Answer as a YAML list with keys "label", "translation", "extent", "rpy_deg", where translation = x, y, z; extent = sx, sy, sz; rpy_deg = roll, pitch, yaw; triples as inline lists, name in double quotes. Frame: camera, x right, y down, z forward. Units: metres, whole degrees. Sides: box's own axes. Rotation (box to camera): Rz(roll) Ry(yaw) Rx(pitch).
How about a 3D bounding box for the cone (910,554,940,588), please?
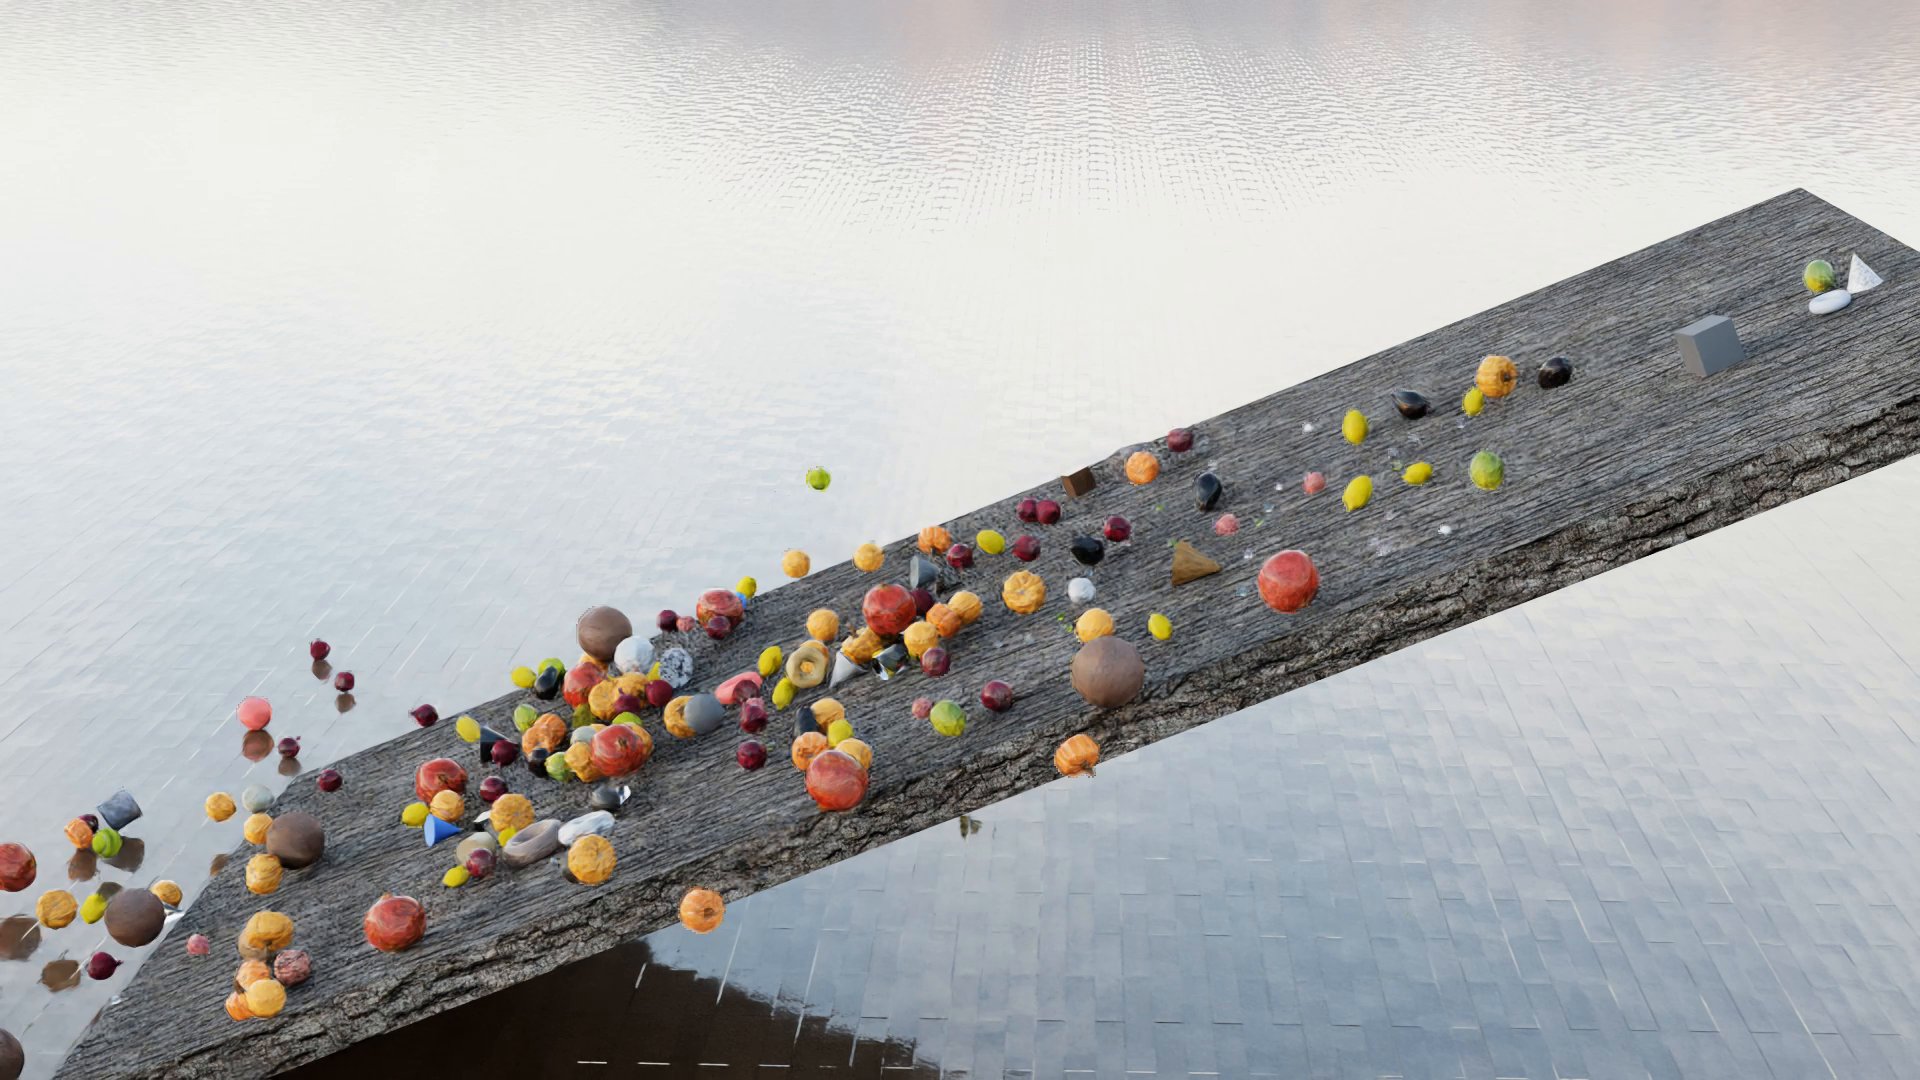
- label: "cone"
  translation: [-0.067, 0.073, 6.741]
  extent: [0.079, 0.079, 0.079]
  rpy_deg: [2, 13, -16]

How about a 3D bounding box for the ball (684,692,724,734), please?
- label: "ball"
  translation: [-0.515, 0.348, 5.910]
  extent: [0.082, 0.082, 0.082]
  rpy_deg: [0, 14, 0]

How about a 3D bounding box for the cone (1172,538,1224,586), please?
- label: "cone"
  translation: [0.478, 0.052, 5.825]
  extent: [0.097, 0.097, 0.097]
  rpy_deg: [9, 16, 14]

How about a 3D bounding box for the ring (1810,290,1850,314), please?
- label: "ring"
  translation: [1.726, -0.472, 5.837]
  extent: [0.084, 0.028, 0.084]
  rpy_deg: [-21, 12, 5]

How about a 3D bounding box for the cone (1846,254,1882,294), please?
- label: "cone"
  translation: [1.802, -0.542, 5.895]
  extent: [0.072, 0.072, 0.072]
  rpy_deg: [-22, 12, 5]

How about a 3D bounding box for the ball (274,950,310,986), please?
- label: "ball"
  translation: [-1.286, 0.824, 5.663]
  extent: [0.070, 0.070, 0.070]
  rpy_deg: [0, 14, 0]

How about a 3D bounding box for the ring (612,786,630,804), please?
- label: "ring"
  translation: [-0.709, 0.525, 5.998]
  extent: [0.078, 0.026, 0.078]
  rpy_deg: [-21, 13, 5]

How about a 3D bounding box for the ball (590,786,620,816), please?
- label: "ball"
  translation: [-0.714, 0.527, 5.920]
  extent: [0.059, 0.059, 0.059]
  rpy_deg: [0, 14, 0]

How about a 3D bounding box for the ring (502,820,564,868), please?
- label: "ring"
  translation: [-0.848, 0.605, 5.858]
  extent: [0.141, 0.047, 0.141]
  rpy_deg: [-24, 15, 7]

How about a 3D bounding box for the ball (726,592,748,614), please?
- label: "ball"
  translation: [-0.549, 0.155, 7.224]
  extent: [0.053, 0.053, 0.053]
  rpy_deg: [0, 14, 0]

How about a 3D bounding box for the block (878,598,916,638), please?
- label: "block"
  translation: [-0.137, 0.170, 6.400]
  extent: [0.059, 0.059, 0.059]
  rpy_deg: [-20, 12, 12]

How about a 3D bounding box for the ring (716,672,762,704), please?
- label: "ring"
  translation: [-0.485, 0.323, 6.428]
  extent: [0.110, 0.037, 0.110]
  rpy_deg: [-23, 12, 5]

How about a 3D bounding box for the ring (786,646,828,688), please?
- label: "ring"
  translation: [-0.323, 0.270, 6.202]
  extent: [0.089, 0.089, 0.030]
  rpy_deg: [-5, 7, -19]

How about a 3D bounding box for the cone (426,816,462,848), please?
- label: "cone"
  translation: [-1.097, 0.620, 6.281]
  extent: [0.071, 0.071, 0.071]
  rpy_deg: [-4, 15, -26]

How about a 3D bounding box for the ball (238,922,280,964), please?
- label: "ball"
  translation: [-1.409, 0.810, 5.910]
  extent: [0.083, 0.083, 0.083]
  rpy_deg: [0, 14, 0]

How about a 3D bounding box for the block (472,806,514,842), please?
- label: "block"
  translation: [-0.969, 0.594, 6.108]
  extent: [0.053, 0.053, 0.053]
  rpy_deg: [-18, 13, 23]

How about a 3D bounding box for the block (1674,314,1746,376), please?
- label: "block"
  translation: [1.472, -0.382, 5.775]
  extent: [0.086, 0.086, 0.086]
  rpy_deg: [-24, 12, -7]

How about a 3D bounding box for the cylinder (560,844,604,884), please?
- label: "cylinder"
  translation: [-0.712, 0.611, 5.548]
  extent: [0.060, 0.060, 0.060]
  rpy_deg: [-21, 7, 20]

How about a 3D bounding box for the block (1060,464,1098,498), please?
- label: "block"
  translation: [0.280, -0.139, 6.969]
  extent: [0.057, 0.057, 0.057]
  rpy_deg: [-27, 13, -17]

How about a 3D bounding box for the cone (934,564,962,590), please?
- label: "cone"
  translation: [-0.021, 0.092, 6.594]
  extent: [0.064, 0.064, 0.064]
  rpy_deg: [16, 15, 0]

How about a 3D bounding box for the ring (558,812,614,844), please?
- label: "ring"
  translation: [-0.707, 0.544, 5.553]
  extent: [0.110, 0.037, 0.110]
  rpy_deg: [-20, 6, 2]

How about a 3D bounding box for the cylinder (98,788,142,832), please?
- label: "cylinder"
  translation: [-2.106, 0.678, 7.373]
  extent: [0.081, 0.081, 0.081]
  rpy_deg: [-34, 27, -19]

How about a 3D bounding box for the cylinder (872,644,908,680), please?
- label: "cylinder"
  translation: [-0.144, 0.252, 6.061]
  extent: [0.055, 0.055, 0.055]
  rpy_deg: [-32, 28, -23]

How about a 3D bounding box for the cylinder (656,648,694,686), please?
- label: "cylinder"
  translation: [-0.654, 0.293, 6.763]
  extent: [0.075, 0.075, 0.075]
  rpy_deg: [-5, -10, -18]

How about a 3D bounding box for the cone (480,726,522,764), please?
- label: "cone"
  translation: [-1.060, 0.476, 6.809]
  extent: [0.090, 0.090, 0.090]
  rpy_deg: [4, 14, -2]

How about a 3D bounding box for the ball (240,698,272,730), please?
- label: "ball"
  translation: [-1.961, 0.484, 8.189]
  extent: [0.090, 0.090, 0.090]
  rpy_deg: [0, 14, 0]

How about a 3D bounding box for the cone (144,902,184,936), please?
- label: "cone"
  translation: [-1.769, 0.834, 6.574]
  extent: [0.081, 0.081, 0.081]
  rpy_deg: [-18, 18, -12]

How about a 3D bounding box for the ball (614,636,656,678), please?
- label: "ball"
  translation: [-0.741, 0.267, 6.718]
  extent: [0.095, 0.095, 0.095]
  rpy_deg: [0, 14, 0]

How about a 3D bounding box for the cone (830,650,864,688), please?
- label: "cone"
  translation: [-0.252, 0.284, 6.181]
  extent: [0.074, 0.074, 0.074]
  rpy_deg: [40, 1, 0]

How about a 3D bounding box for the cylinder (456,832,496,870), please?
- label: "cylinder"
  translation: [-0.970, 0.623, 5.903]
  extent: [0.063, 0.063, 0.063]
  rpy_deg: [3, 9, 10]

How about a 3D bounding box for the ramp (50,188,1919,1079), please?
- label: "ramp"
  translation: [0.126, 0.172, 6.289]
  extent: [4.000, 0.100, 2.000]
  rpy_deg: [-21, 12, 7]

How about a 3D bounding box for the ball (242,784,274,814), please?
- label: "ball"
  translation: [-1.731, 0.638, 7.250]
  extent: [0.076, 0.076, 0.076]
  rpy_deg: [0, 14, 0]

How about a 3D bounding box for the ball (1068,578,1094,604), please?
- label: "ball"
  translation: [0.247, 0.104, 5.997]
  extent: [0.054, 0.054, 0.054]
  rpy_deg: [0, 14, 0]

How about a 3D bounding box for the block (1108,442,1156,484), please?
- label: "block"
  translation: [0.403, -0.181, 6.894]
  extent: [0.069, 0.069, 0.069]
  rpy_deg: [-14, 15, 37]

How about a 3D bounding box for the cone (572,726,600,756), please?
- label: "cone"
  translation: [-0.809, 0.427, 6.268]
  extent: [0.064, 0.064, 0.064]
  rpy_deg: [3, -4, 12]
